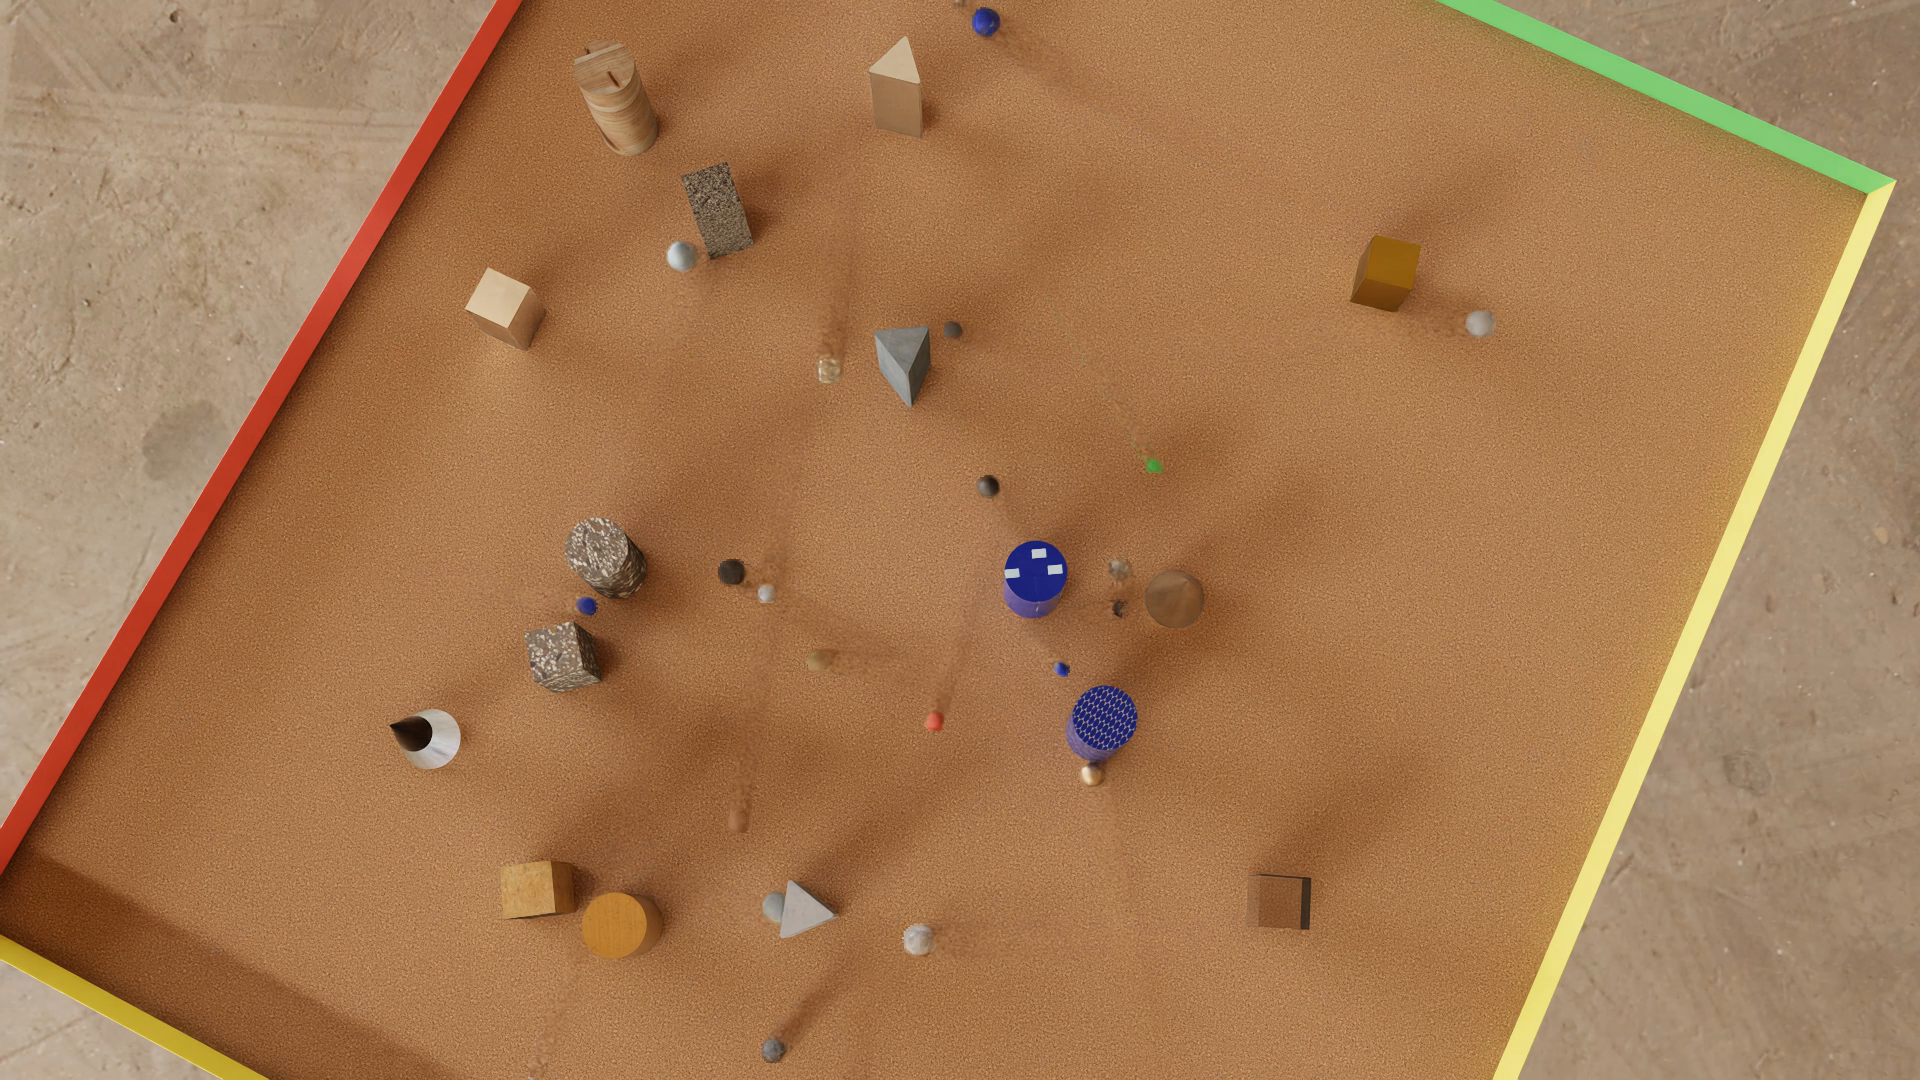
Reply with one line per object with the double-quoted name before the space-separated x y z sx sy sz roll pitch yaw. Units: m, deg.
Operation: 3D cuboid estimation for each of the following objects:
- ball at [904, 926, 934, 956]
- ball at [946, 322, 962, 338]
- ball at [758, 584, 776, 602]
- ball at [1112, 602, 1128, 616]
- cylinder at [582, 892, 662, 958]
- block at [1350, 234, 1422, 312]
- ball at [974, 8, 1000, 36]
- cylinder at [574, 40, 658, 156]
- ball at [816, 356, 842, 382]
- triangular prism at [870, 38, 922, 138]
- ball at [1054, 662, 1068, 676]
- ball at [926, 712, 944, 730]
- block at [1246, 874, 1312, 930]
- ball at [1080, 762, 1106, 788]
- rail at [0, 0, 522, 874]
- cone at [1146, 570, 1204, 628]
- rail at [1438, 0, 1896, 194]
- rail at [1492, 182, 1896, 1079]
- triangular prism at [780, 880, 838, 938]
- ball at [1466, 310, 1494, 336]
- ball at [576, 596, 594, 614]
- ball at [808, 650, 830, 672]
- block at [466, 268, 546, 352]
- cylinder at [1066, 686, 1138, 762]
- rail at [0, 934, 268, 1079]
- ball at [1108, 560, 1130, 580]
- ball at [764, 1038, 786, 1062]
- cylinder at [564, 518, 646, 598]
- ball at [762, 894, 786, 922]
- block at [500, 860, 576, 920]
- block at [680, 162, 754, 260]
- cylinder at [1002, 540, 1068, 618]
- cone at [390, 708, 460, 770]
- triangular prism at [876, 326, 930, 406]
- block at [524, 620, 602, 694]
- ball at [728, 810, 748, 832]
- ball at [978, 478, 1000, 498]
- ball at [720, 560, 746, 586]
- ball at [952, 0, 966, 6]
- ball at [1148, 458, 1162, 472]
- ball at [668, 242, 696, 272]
"ball" -0.118 1.164 5.332 0.086 0.086 0.086 0 78 0
"ball" -0.019 -0.656 5.726 0.052 0.052 0.052 0 78 0
"ball" -0.585 0.159 5.556 0.054 0.054 0.054 0 78 0
"ball" 0.484 0.209 5.550 0.046 0.046 0.046 0 78 0
"cylinder" -0.964 1.103 5.245 0.181 0.280 0.181 0 78 0
"block" 1.316 -0.823 5.675 0.145 0.219 0.145 14 79 3
"ball" 0.086 -1.671 5.917 0.087 0.087 0.087 0 78 0
"cylinder" -1.060 -1.362 5.672 0.181 0.442 0.181 0 78 0
"ball" -0.409 -0.533 5.686 0.080 0.080 0.080 0 78 0
"triangular prism" -0.180 -1.415 5.707 0.157 0.395 0.136 14 79 3
"ball" 0.303 0.387 5.516 0.040 0.040 0.040 0 78 0
"ball" -0.075 0.539 5.477 0.054 0.054 0.054 0 78 0
"block" 0.916 1.044 5.282 0.145 0.232 0.145 4 78 1
"ball" 0.394 0.698 5.435 0.073 0.073 0.073 0 78 0
"rail" -1.865 -0.907 5.743 0.045 0.118 4.663 26 80 5
"cone" 0.654 0.147 5.420 0.181 0.326 0.181 0 78 0
"rail" 1.032 -2.015 5.972 4.218 0.118 0.045 26 80 5
"rail" 1.865 0.920 5.365 0.045 0.118 4.663 26 80 5
"triangular prism" -0.453 1.044 5.262 0.157 0.272 0.136 -22 79 -4
"ball" 1.621 -0.676 5.713 0.083 0.083 0.083 0 78 0
"ball" -1.133 0.198 5.547 0.055 0.055 0.055 0 78 0
"ball" -0.423 0.362 5.509 0.064 0.064 0.064 0 78 0
"block" -1.395 -0.707 5.642 0.145 0.236 0.145 25 79 5
"cylinder" 0.406 0.536 5.311 0.181 0.381 0.181 0 78 0
"rail" -1.032 2.028 5.136 4.218 0.118 0.045 26 80 5
"ball" 0.484 0.091 5.565 0.064 0.064 0.064 0 78 0
"ball" -0.534 1.469 5.280 0.064 0.064 0.064 0 78 0
"cylinder" -1.047 0.058 5.435 0.181 0.331 0.181 0 78 0
"ball" -0.535 1.074 5.352 0.084 0.084 0.084 0 78 0
"block" -1.213 1.008 5.270 0.145 0.270 0.145 -7 78 -2
"block" -0.744 -1.011 5.649 0.145 0.345 0.145 -19 79 -4
"cylinder" 0.220 0.120 5.442 0.181 0.293 0.181 0 78 0
"cone" -1.588 0.556 5.296 0.181 0.403 0.181 0 78 0
"triangular prism" -0.148 -0.550 5.543 0.136 0.365 0.157 -36 81 -7
"block" -1.166 0.348 5.398 0.145 0.287 0.145 -14 79 -3
"ball" -0.656 0.829 5.413 0.062 0.062 0.062 0 78 0
"ball" 0.090 -0.159 5.615 0.067 0.067 0.067 0 78 0
"ball" -0.688 0.100 5.556 0.077 0.077 0.077 0 78 0
"ball" -0.002 -1.756 5.957 0.043 0.043 0.043 0 78 0
"ball" 0.599 -0.231 5.643 0.041 0.041 0.041 0 78 0
"ball" -0.872 -0.889 5.754 0.091 0.091 0.091 0 78 0
